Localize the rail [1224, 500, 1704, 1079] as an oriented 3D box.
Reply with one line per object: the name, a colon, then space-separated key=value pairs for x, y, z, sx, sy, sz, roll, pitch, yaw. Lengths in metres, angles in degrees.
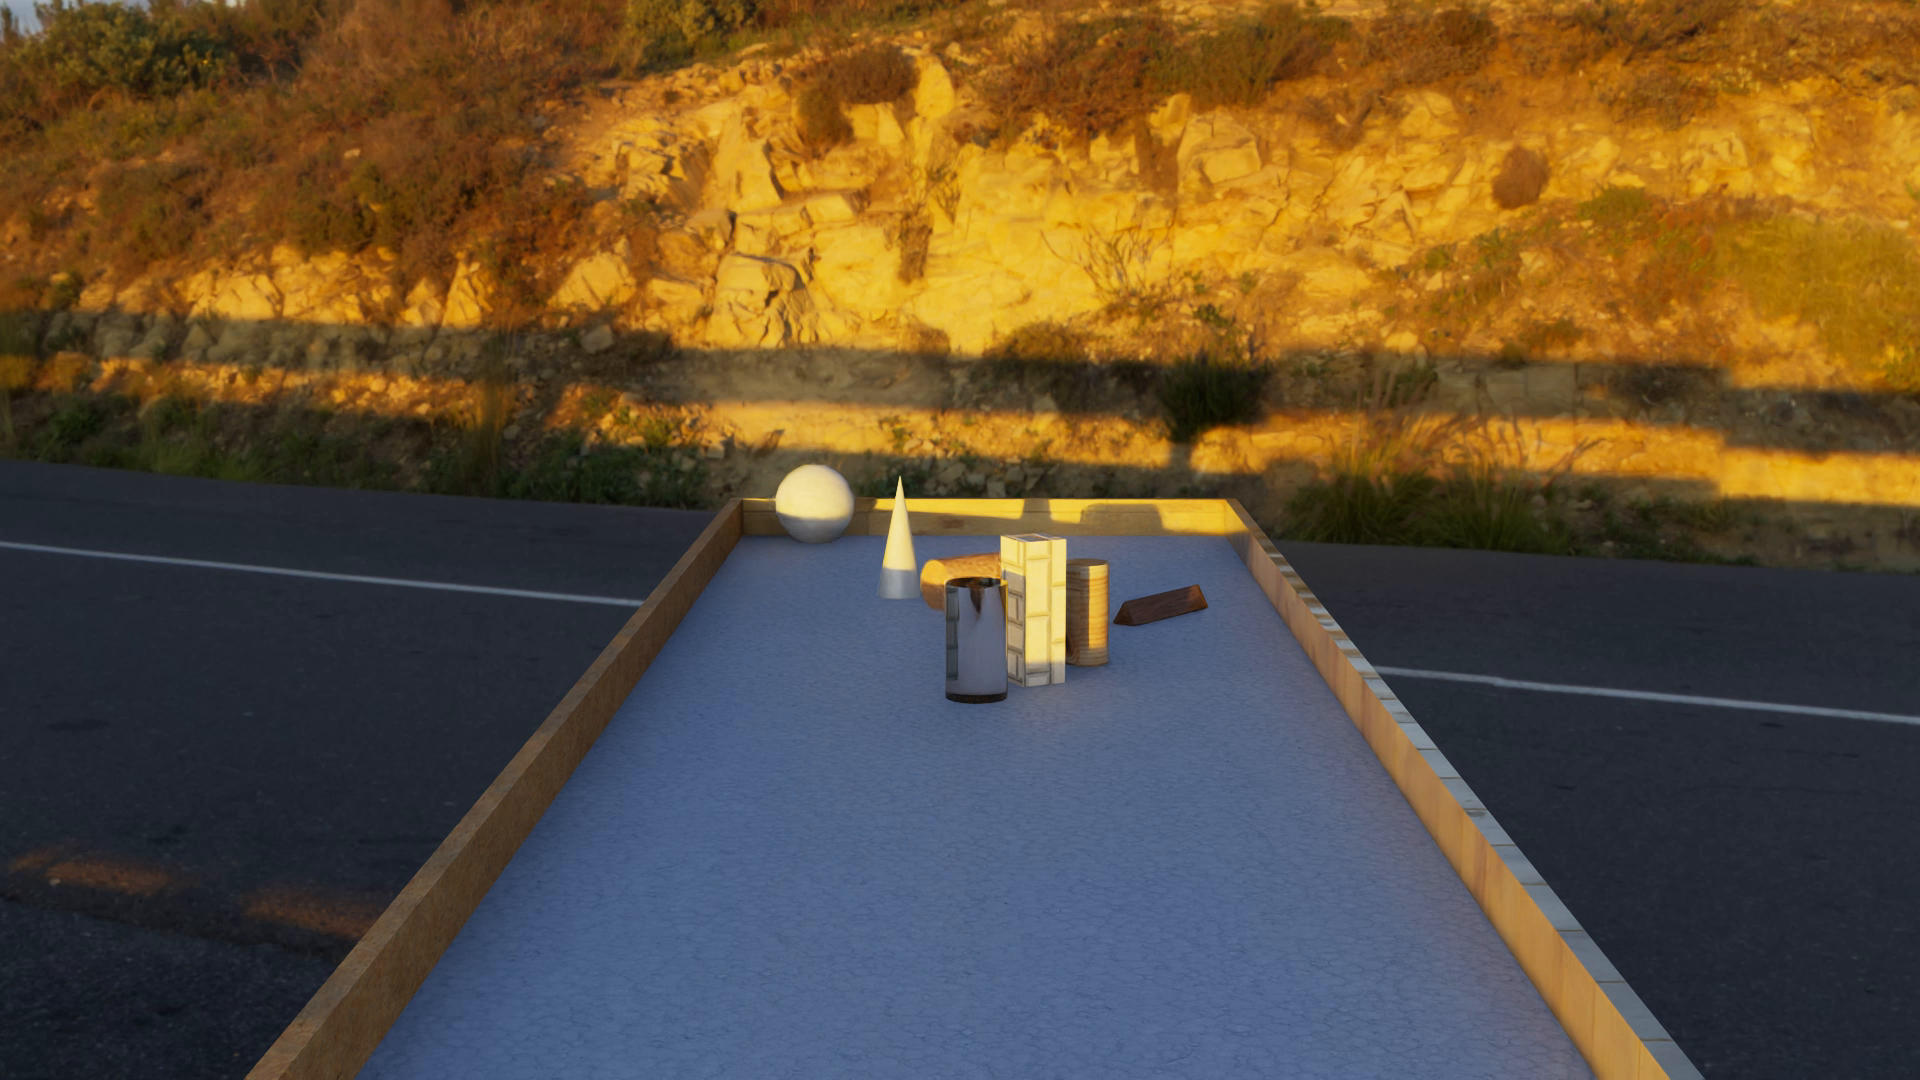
rail: x=1.046 y=0.843 z=3.208 sx=0.050 sy=0.150 sz=12.000 roll=0 pitch=9 yaw=1

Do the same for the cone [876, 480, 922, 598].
cone: x=-0.211 y=-0.018 z=7.760 sx=0.168 sy=0.427 sz=0.168 roll=0 pitch=9 yaw=0

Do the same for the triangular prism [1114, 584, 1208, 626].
triangular prism: x=0.679 y=0.215 z=7.397 sx=0.087 sy=0.076 sz=0.428 roll=8 pitch=12 yaw=40

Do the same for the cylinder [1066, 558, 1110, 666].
cylinder: x=0.380 y=0.218 z=6.652 sx=0.144 sy=0.307 sz=0.144 roll=0 pitch=9 yaw=0

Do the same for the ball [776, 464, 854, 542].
ball: x=-0.589 y=-0.149 z=8.922 sx=0.322 sy=0.322 sz=0.322 roll=0 pitch=9 yaw=0

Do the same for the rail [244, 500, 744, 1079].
rail: x=-1.004 y=0.839 z=3.234 sx=0.050 sy=0.150 sz=12.000 roll=0 pitch=9 yaw=1

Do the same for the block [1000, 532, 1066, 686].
block: x=0.212 y=0.201 z=6.394 sx=0.139 sy=0.421 sz=0.139 roll=-4 pitch=10 yaw=-25

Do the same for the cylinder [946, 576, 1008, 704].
cylinder: x=0.046 y=0.281 z=6.189 sx=0.176 sy=0.328 sz=0.176 roll=0 pitch=9 yaw=0

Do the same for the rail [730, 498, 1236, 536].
rail: x=0.099 y=-0.098 z=9.147 sx=2.100 sy=0.150 sz=0.050 roll=0 pitch=9 yaw=1

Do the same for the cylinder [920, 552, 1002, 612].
cylinder: x=0.055 y=0.140 z=7.570 sx=0.342 sy=0.175 sz=0.175 roll=-7 pitch=11 yaw=-36
